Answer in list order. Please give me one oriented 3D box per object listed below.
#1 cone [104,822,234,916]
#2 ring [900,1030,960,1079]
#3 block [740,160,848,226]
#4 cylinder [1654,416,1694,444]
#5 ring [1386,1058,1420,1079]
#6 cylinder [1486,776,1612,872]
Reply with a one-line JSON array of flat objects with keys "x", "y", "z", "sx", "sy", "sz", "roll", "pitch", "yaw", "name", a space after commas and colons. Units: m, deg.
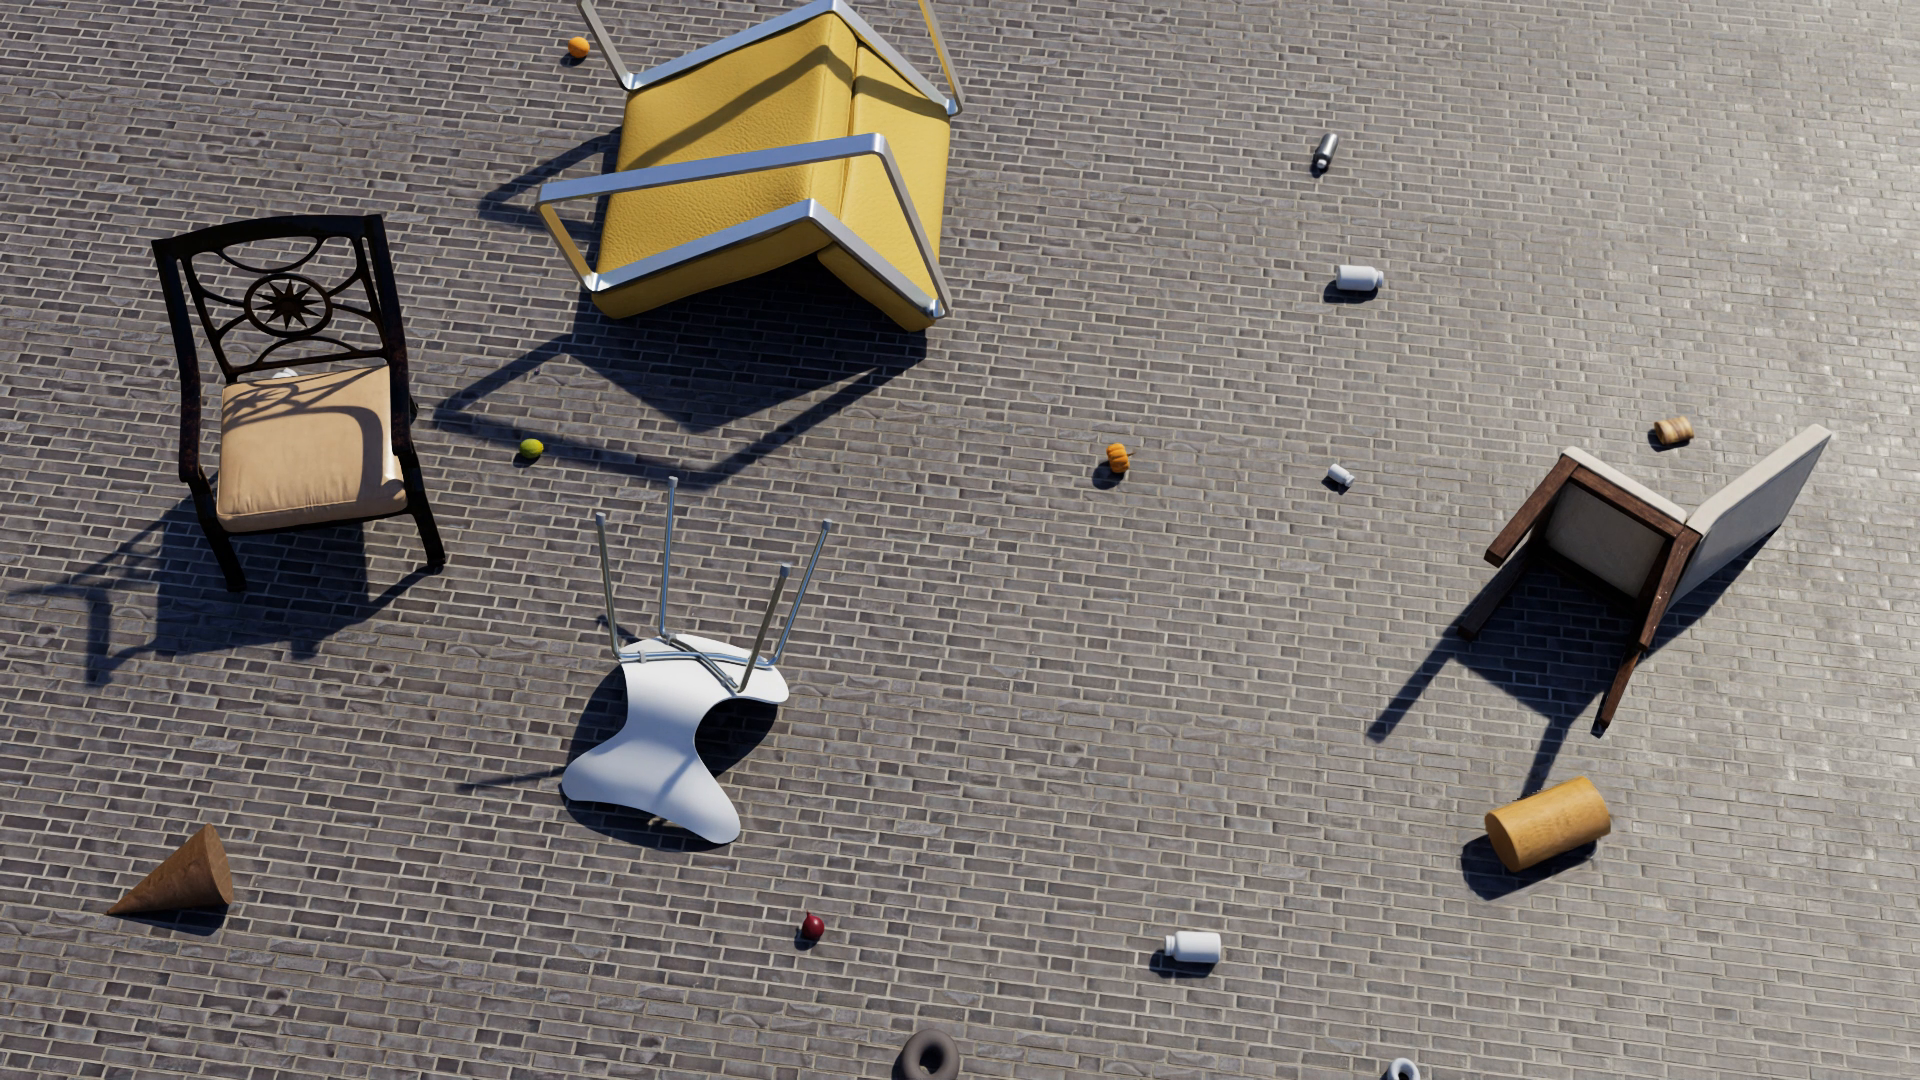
[{"x": -2.146, "y": 0.938, "z": 5.905, "sx": 0.337, "sy": 0.132, "sz": 0.260, "roll": -24, "pitch": 54, "yaw": -2, "name": "cone"}, {"x": -0.078, "y": 1.342, "z": 5.641, "sx": 0.155, "sy": 0.055, "sz": 0.184, "roll": 5, "pitch": 57, "yaw": 5, "name": "ring"}, {"x": -0.548, "y": -1.150, "z": 7.270, "sx": 0.340, "sy": 0.126, "sz": 0.152, "roll": -4, "pitch": 56, "yaw": -2, "name": "block"}, {"x": 2.200, "y": -0.339, "z": 6.775, "sx": 0.095, "sy": 0.044, "sz": 0.081, "roll": -12, "pitch": 61, "yaw": -8, "name": "cylinder"}, {"x": 1.133, "y": 1.374, "z": 5.618, "sx": 0.083, "sy": 0.057, "sz": 0.101, "roll": -8, "pitch": 55, "yaw": -3, "name": "ring"}, {"x": 1.598, "y": 0.772, "z": 5.975, "sx": 0.290, "sy": 0.133, "sz": 0.173, "roll": -19, "pitch": 68, "yaw": -12, "name": "cylinder"}]
